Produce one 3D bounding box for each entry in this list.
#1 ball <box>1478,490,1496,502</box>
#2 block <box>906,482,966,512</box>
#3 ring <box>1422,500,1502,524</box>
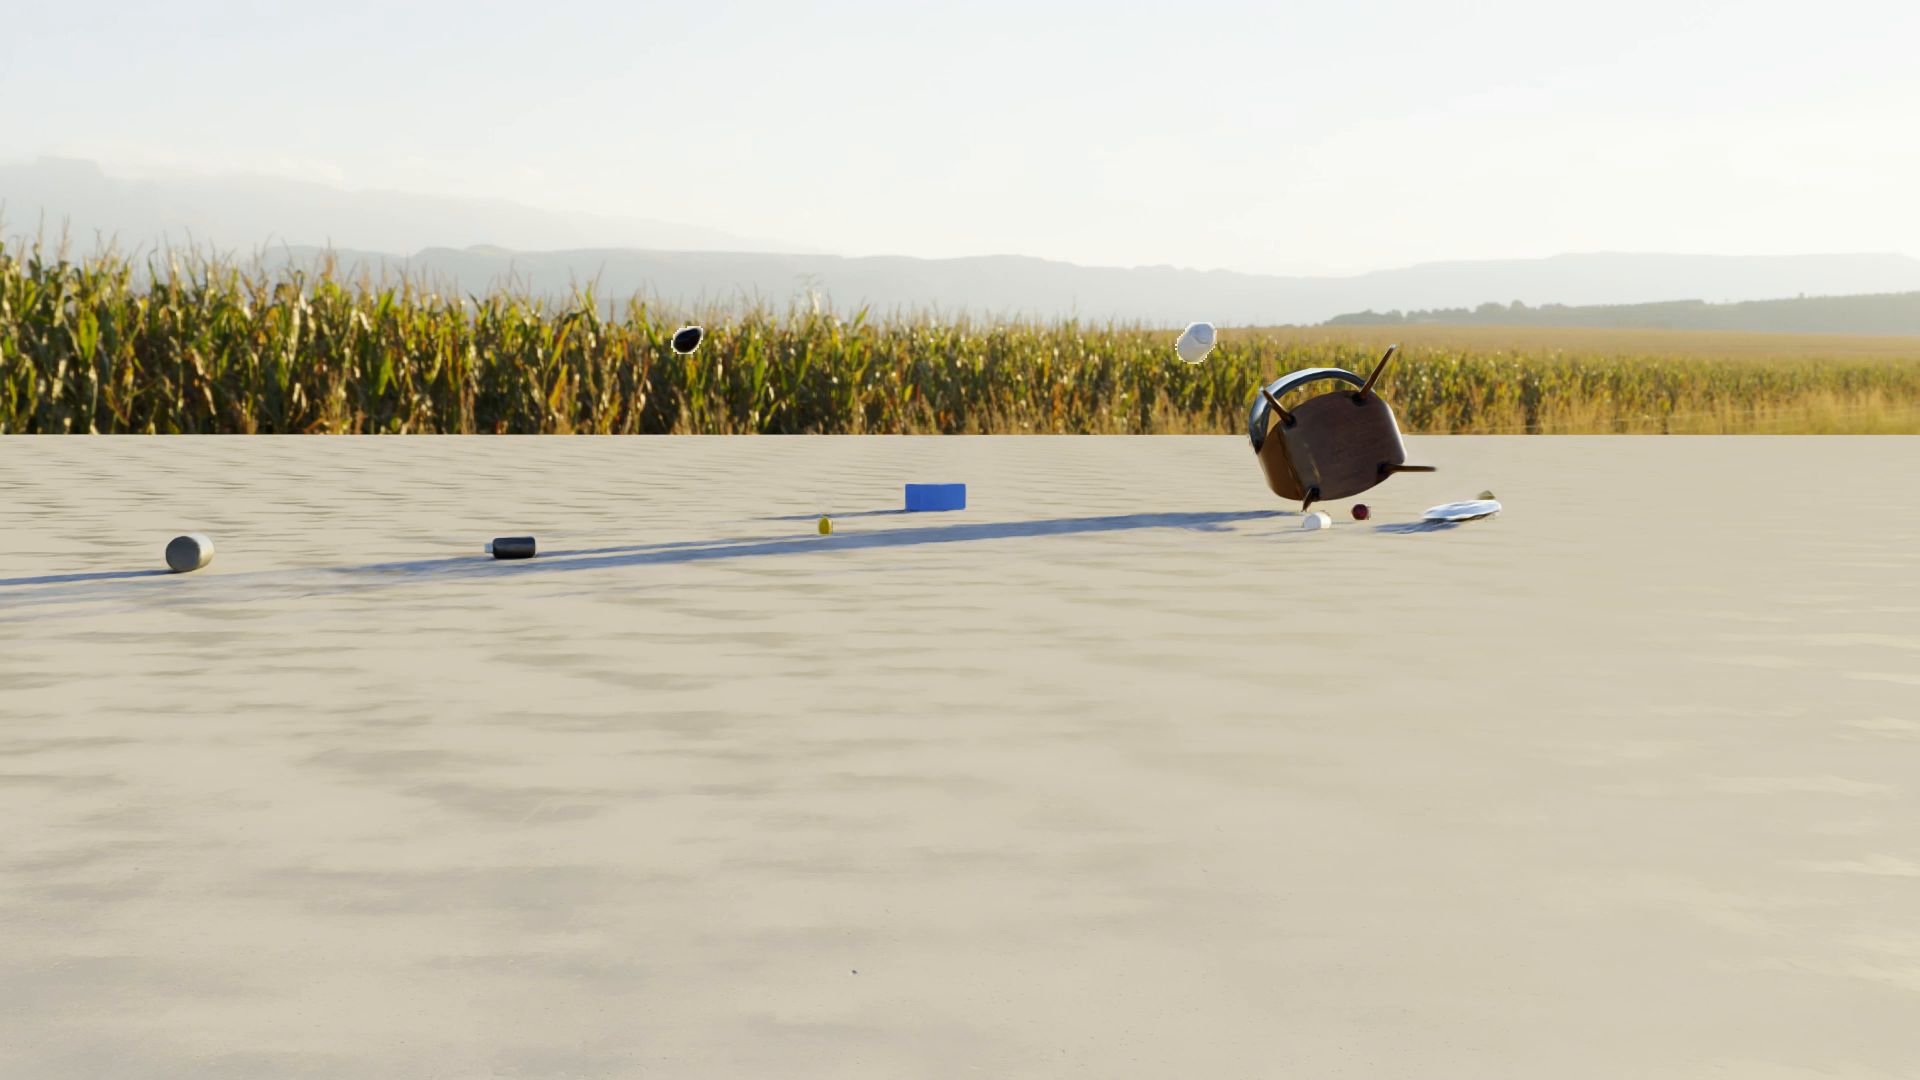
[{"bbox_3d":[1.977,-0.151,8.253,0.067,0.067,0.067,0,4,0],"label":"ball"},{"bbox_3d":[-0.091,-0.161,8.194,0.181,0.096,0.143,-2,4,-26],"label":"block"},{"bbox_3d":[1.683,-0.093,7.373,0.258,0.053,0.363,-8,3,2],"label":"ring"}]
